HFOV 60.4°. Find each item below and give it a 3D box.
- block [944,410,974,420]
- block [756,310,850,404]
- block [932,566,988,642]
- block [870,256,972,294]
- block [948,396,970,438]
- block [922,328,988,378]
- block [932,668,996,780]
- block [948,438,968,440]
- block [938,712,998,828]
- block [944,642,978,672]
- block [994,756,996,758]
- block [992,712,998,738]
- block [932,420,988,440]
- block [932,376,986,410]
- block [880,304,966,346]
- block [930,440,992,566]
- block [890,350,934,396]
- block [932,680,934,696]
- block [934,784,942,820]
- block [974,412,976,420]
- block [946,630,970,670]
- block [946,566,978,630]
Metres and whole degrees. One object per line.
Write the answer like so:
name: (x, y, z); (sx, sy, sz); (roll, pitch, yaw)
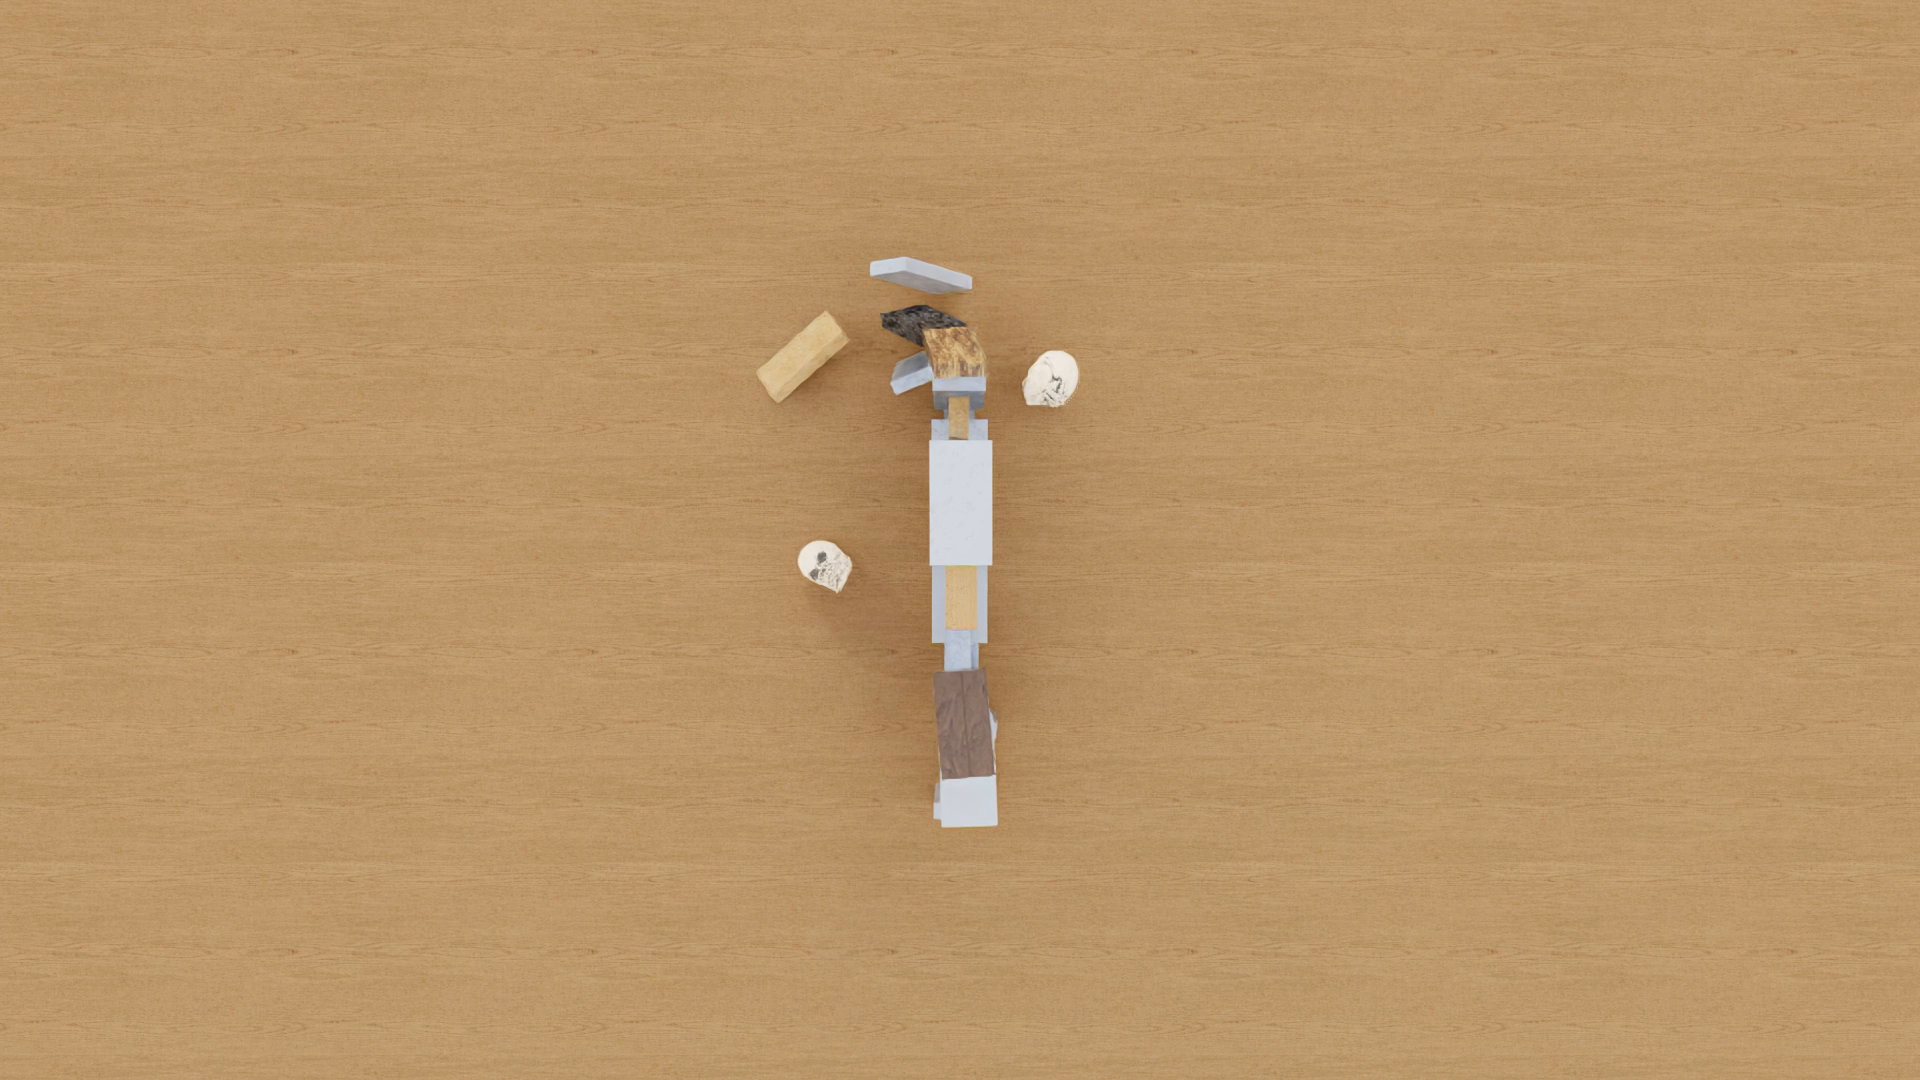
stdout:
block: (-0.004, -0.439, 5.289); (0.098, 0.028, 0.195); (-2, 90, 0)
block: (-0.517, -0.602, 5.413); (0.313, 0.157, 0.044); (-41, 133, 5)
block: (-0.001, 0.148, 5.134); (0.171, 0.048, 0.342); (0, 90, 0)
block: (-0.122, -0.853, 5.330); (0.157, 0.313, 0.044); (0, 85, 42)
block: (-0.004, -0.370, 4.973); (0.062, 0.017, 0.123); (0, 89, 0)
block: (-0.017, -0.561, 4.926); (0.155, 0.311, 0.044); (-3, 117, -7)
block: (0.011, 0.531, 4.772); (0.154, 0.044, 0.309); (-5, 90, 0)
block: (-0.004, -0.319, 5.043); (0.062, 0.123, 0.017); (0, 81, 0)
block: (0.023, 0.714, 5.129); (0.173, 0.049, 0.346); (-2, 90, 0)
block: (0.004, 0.436, 5.266); (0.109, 0.031, 0.218); (0, 90, 0)
block: (0.020, 0.643, 4.950); (0.154, 0.309, 0.044); (14, 86, 0)
block: (0.029, 0.586, 5.327); (0.173, 0.346, 0.049); (7, 90, 0)
block: (-0.001, -0.201, 5.130); (0.173, 0.049, 0.346); (0, 90, 0)
block: (-0.003, -0.450, 5.052); (0.155, 0.445, 0.044); (0, 87, 0)
block: (-0.118, -0.687, 5.264); (0.155, 0.310, 0.044); (-16, 115, -22)
block: (0.003, -0.106, 4.725); (0.178, 0.050, 0.356); (0, 90, 0)
block: (-0.135, -0.553, 5.334); (0.157, 0.313, 0.044); (-22, 106, 8)
block: (-0.002, 0.453, 5.022); (0.154, 0.455, 0.044); (0, 85, 0)
block: (0.004, 0.841, 5.326); (0.173, 0.346, 0.049); (0, 92, 0)
block: (0.002, -0.389, 5.402); (0.098, 0.195, 0.028); (0, 103, 0)
block: (-0.003, 0.339, 4.957); (0.071, 0.020, 0.142); (0, 90, 0)
block: (0.004, 0.172, 4.906); (0.095, 0.027, 0.190); (0, 90, 0)
